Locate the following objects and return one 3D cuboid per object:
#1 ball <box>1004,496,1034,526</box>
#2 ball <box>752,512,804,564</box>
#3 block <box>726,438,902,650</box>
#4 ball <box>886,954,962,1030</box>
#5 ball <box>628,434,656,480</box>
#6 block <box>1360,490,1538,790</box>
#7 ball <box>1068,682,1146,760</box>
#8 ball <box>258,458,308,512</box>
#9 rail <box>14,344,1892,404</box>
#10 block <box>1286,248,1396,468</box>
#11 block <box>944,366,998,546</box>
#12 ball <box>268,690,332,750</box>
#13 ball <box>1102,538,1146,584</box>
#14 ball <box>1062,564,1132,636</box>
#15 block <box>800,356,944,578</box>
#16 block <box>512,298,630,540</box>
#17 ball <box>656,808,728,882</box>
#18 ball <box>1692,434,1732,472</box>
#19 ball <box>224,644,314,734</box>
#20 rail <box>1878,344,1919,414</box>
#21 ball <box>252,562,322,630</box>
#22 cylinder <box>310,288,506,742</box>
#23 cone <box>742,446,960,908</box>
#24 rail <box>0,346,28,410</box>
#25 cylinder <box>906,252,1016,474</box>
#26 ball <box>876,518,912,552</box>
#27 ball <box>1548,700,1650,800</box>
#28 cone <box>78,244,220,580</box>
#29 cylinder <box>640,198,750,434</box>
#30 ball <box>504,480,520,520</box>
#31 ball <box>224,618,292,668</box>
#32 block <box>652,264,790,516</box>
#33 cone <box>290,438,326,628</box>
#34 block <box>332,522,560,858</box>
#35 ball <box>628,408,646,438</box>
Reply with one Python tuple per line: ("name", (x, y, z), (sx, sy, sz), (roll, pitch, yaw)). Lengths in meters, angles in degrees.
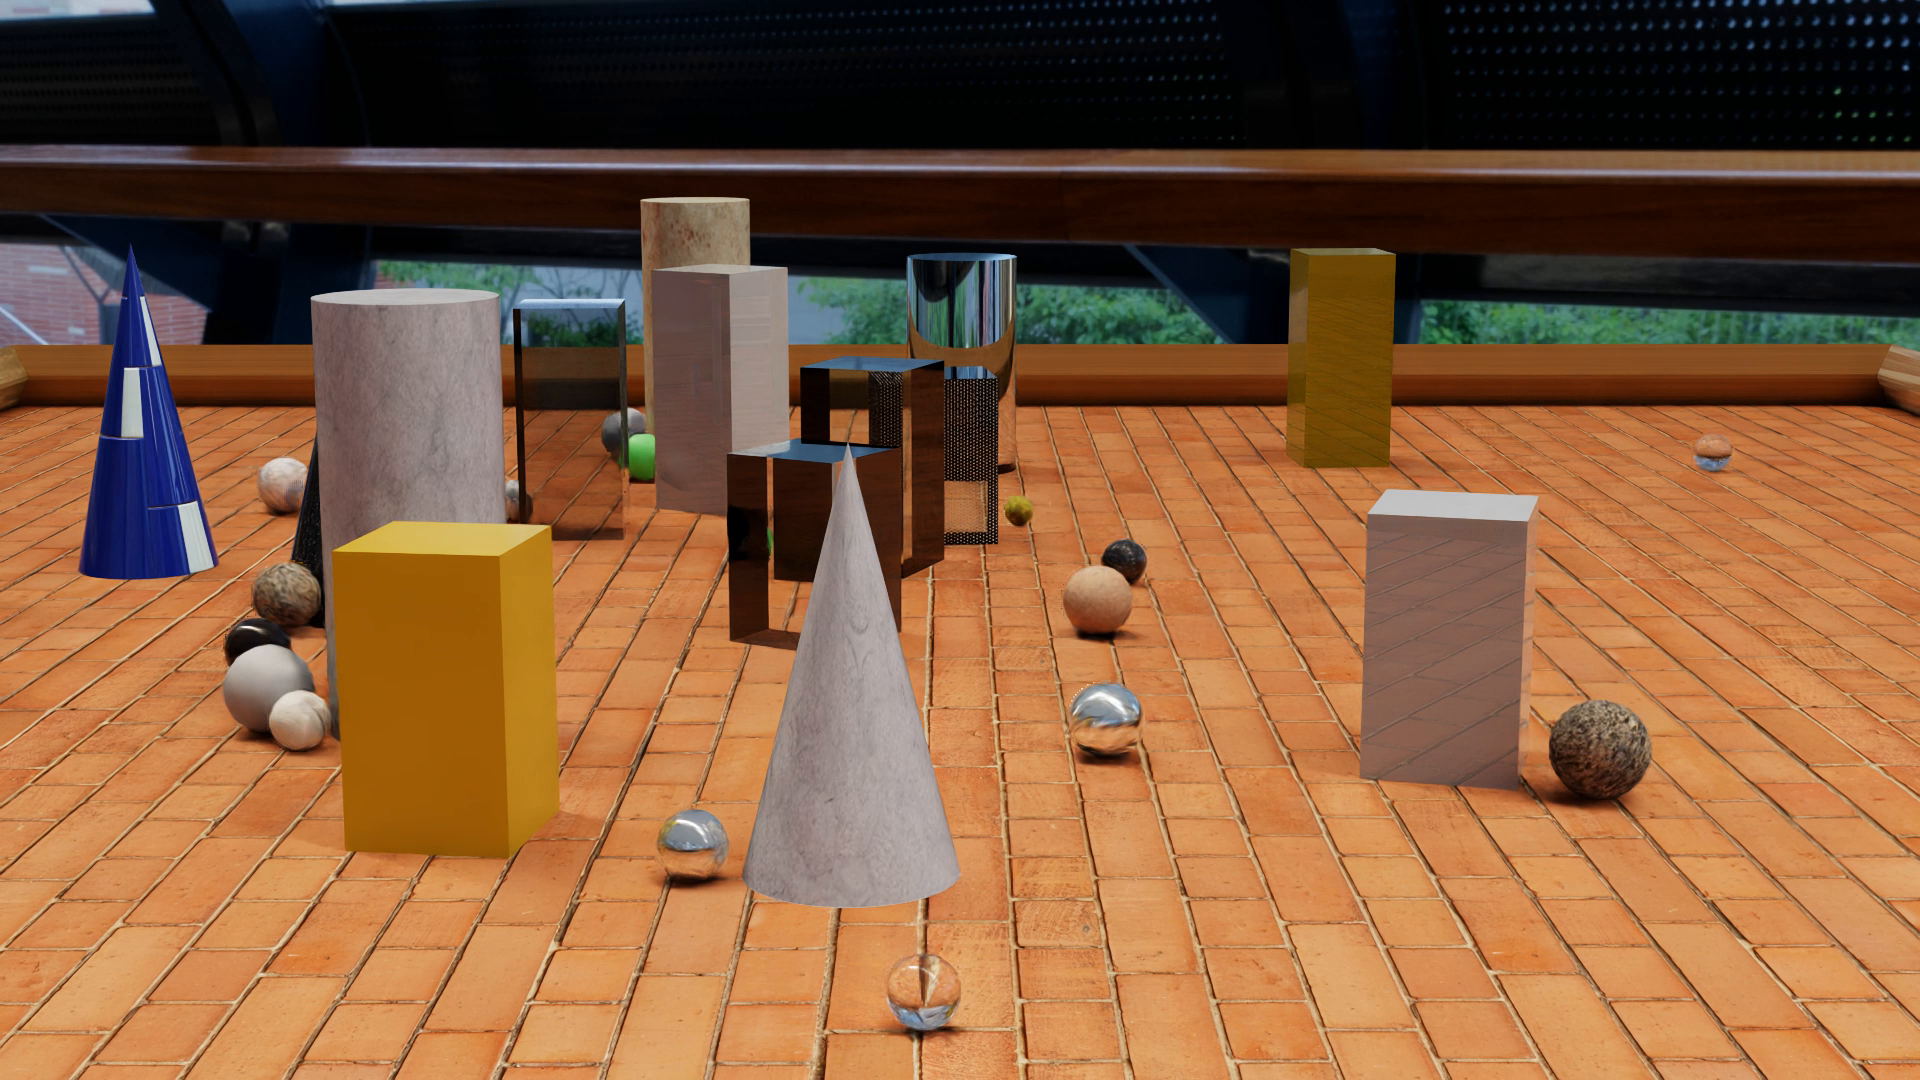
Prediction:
("ball", (0.095, -0.047, 4.111), (0.048, 0.048, 0.048), (0, 10, 0))
("ball", (-0.266, -0.003, 3.750), (0.076, 0.076, 0.076), (0, 10, 0))
("block", (-0.186, 0.005, 3.294), (0.160, 0.244, 0.160), (6, 12, 30))
("ball", (-0.028, 0.346, 1.963), (0.058, 0.058, 0.058), (0, 10, 0))
("ball", (-0.562, -0.148, 4.562), (0.084, 0.084, 0.084), (0, 10, 0))
("block", (0.513, 0.100, 2.684), (0.160, 0.278, 0.160), (3, 11, 16))
("ball", (0.156, 0.192, 2.728), (0.081, 0.081, 0.081), (0, 10, 0))
("ball", (-1.114, -0.092, 4.239), (0.090, 0.090, 0.090), (0, 10, 0))
("rail", (-0.012, -0.356, 5.553), (4.079, 0.130, 0.045), (0, 10, 0))
("block", (0.703, -0.339, 4.754), (0.160, 0.390, 0.160), (-1, 11, -5))
("block", (-0.032, -0.132, 4.000), (0.160, 0.258, 0.160), (-1, 11, -8))
("ball", (-0.710, 0.194, 2.762), (0.065, 0.065, 0.065), (0, 10, 0))
("ball", (0.234, 0.031, 3.649), (0.065, 0.065, 0.065), (0, 10, 0))
("ball", (0.178, 0.078, 3.322), (0.091, 0.091, 0.091), (0, 10, 0))
("block", (-0.127, -0.110, 3.763), (0.160, 0.299, 0.160), (4, 11, 21))
("block", (-0.608, -0.191, 4.031), (0.160, 0.361, 0.160), (-1, 10, -3))
("ball", (-0.242, 0.276, 2.318), (0.066, 0.066, 0.066), (0, 10, 0))
("ball", (1.367, -0.159, 4.661), (0.069, 0.069, 0.069), (0, 10, 0))
("ball", (-0.763, 0.165, 2.834), (0.097, 0.097, 0.097), (0, 10, 0))
("rail", (2.016, 0.031, 3.460), (0.045, 0.130, 4.327), (0, 10, 0))
("ball", (-0.875, 0.073, 3.334), (0.087, 0.087, 0.087), (0, 10, 0))
("cylinder", (-0.599, -0.027, 2.817), (0.200, 0.481, 0.200), (0, 10, 0))
("cone", (-0.099, 0.108, 2.310), (0.200, 0.398, 0.200), (0, 10, 0))
("rail", (-2.016, 0.035, 3.437), (0.045, 0.130, 4.327), (0, 10, 0))
("cylinder", (0.003, -0.321, 4.667), (0.200, 0.387, 0.200), (0, 10, 0))
("ball", (-0.099, -0.008, 3.888), (0.054, 0.054, 0.054), (0, 10, 0))
("ball", (0.643, 0.211, 2.579), (0.100, 0.100, 0.100), (0, 10, 0))
("cone", (-1.195, -0.196, 3.739), (0.200, 0.476, 0.200), (0, 10, 0))
("cylinder", (-0.487, -0.387, 4.757), (0.200, 0.483, 0.200), (0, 10, 0))
("ball", (-0.719, -0.065, 4.162), (0.065, 0.065, 0.065), (0, 10, 0))
("ball", (-0.837, 0.132, 3.061), (0.079, 0.079, 0.079), (0, 10, 0))
("block", (-0.396, -0.252, 4.265), (0.160, 0.397, 0.160), (6, 12, 31))
("cone", (-0.817, -0.105, 3.427), (0.200, 0.412, 0.200), (0, 10, 0))
("block", (-0.487, 0.139, 2.451), (0.160, 0.287, 0.160), (1, 11, 8))
("ball", (-0.636, -0.209, 4.879), (0.088, 0.088, 0.088), (0, 10, 0))
